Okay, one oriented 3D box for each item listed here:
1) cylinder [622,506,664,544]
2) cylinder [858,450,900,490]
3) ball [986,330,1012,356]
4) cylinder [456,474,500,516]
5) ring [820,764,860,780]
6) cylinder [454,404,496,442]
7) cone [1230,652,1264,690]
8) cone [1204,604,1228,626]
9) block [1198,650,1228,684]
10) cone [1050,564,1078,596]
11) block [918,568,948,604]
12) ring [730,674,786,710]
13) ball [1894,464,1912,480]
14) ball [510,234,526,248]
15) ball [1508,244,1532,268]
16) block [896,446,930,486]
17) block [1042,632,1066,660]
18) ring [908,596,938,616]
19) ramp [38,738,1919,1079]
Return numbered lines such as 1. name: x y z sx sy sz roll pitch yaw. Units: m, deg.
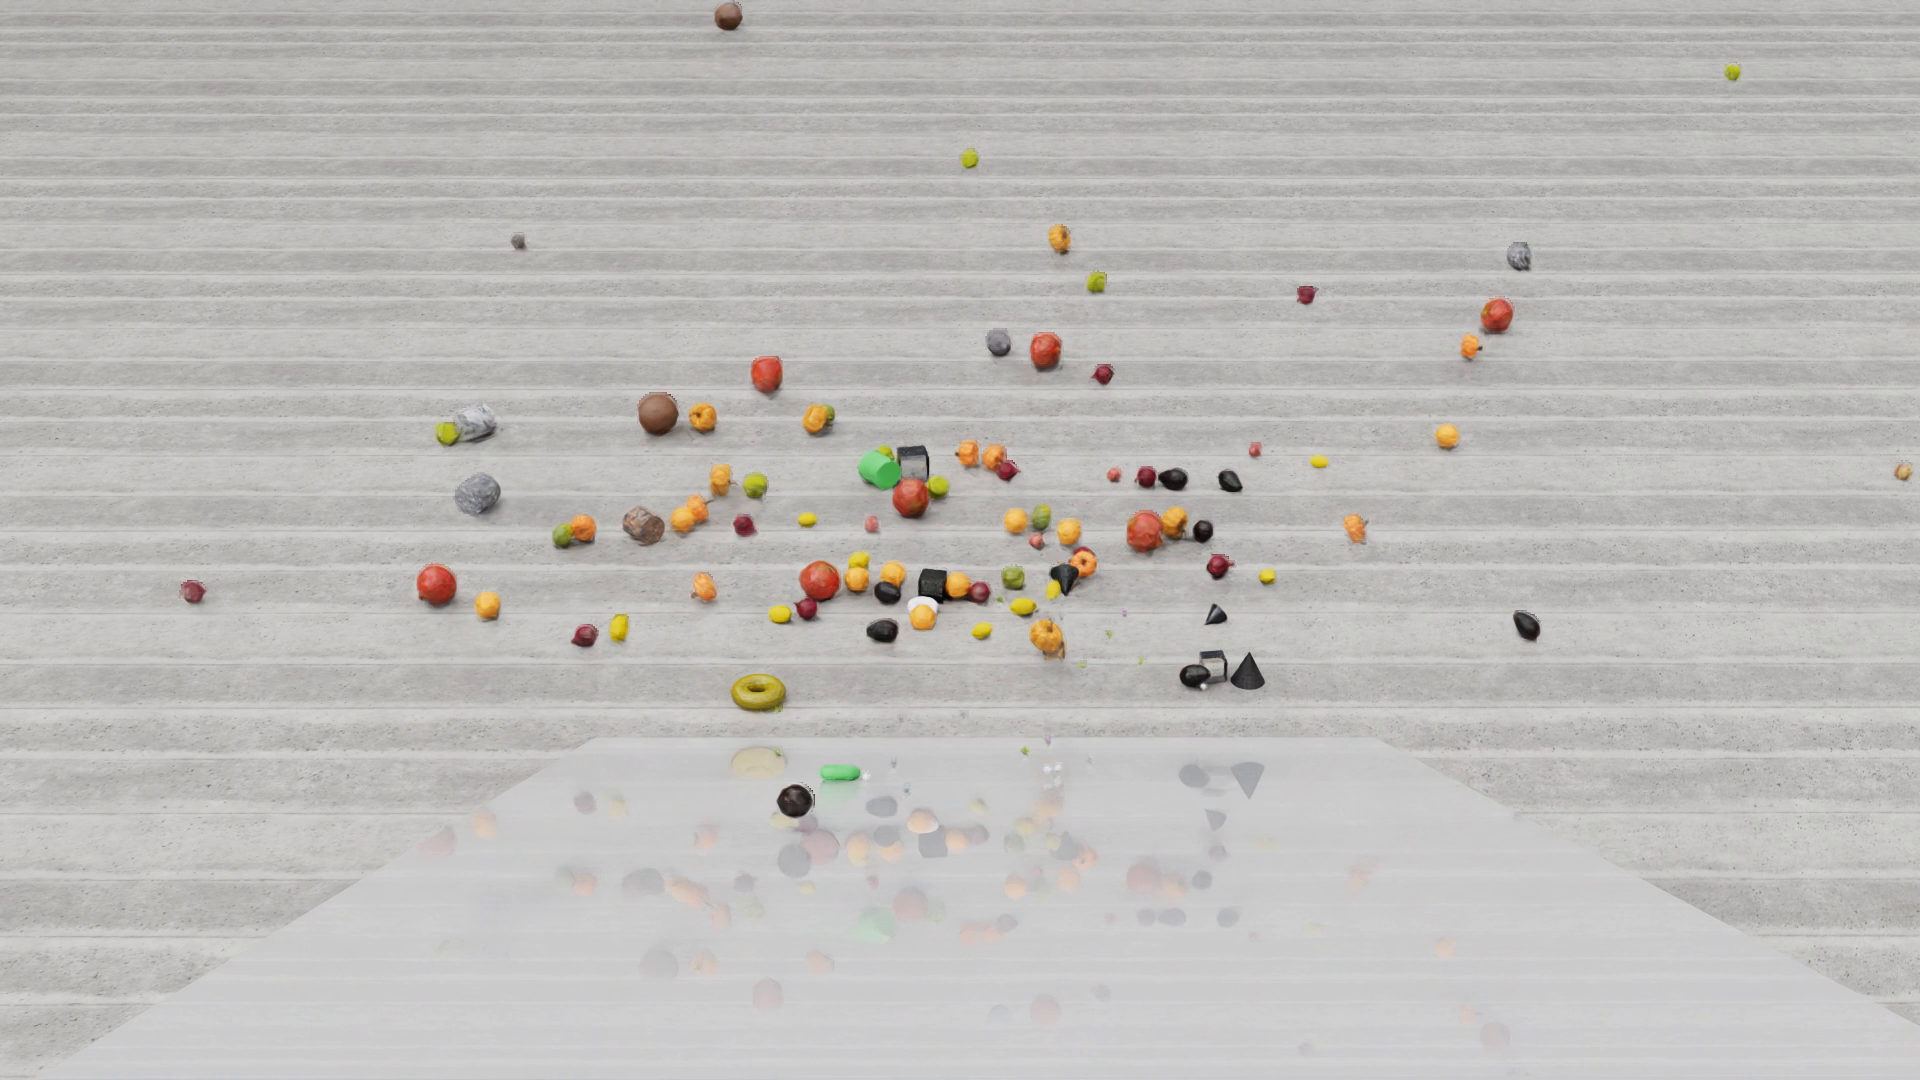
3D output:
1. cylinder: -0.946 -0.042 7.721 0.090 0.090 0.090 -25 37 -38
2. cylinder: -0.251 -0.218 8.039 0.095 0.095 0.095 -20 34 -32
3. ball: 0.135 -0.678 8.895 0.087 0.087 0.087 0 28 0
4. cylinder: -1.471 -0.138 7.888 0.097 0.097 0.097 14 31 24
5. ring: -0.258 0.502 5.572 0.087 0.029 0.087 -1 1 0
6. cylinder: -1.563 -0.378 8.334 0.094 0.094 0.094 25 38 38
7. cone: 0.783 0.342 7.009 0.094 0.094 0.094 0 28 0
8. cone: 0.712 0.221 7.299 0.061 0.061 0.061 -41 42 -14
9. block: 0.688 0.345 7.033 0.064 0.064 0.064 -4 29 -7
10. cone: 0.302 0.130 7.457 0.085 0.085 0.085 0 55 -1
11. block: -0.078 0.132 7.418 0.071 0.071 0.071 5 29 9
12. ring: -0.541 0.408 6.933 0.148 0.049 0.148 1 27 0
13. ball: 2.948 -0.214 8.076 0.052 0.052 0.052 0 28 0
14. ball: -1.668 -1.126 9.756 0.054 0.054 0.054 0 28 0
15. ball: 2.074 -1.050 9.579 0.090 0.090 0.090 0 28 0
16. block: -0.147 -0.233 8.072 0.090 0.090 0.090 -5 29 -9
17. block: 0.258 0.292 7.140 0.054 0.054 0.054 -6 29 -11
18. ring: -0.106 0.190 7.356 0.089 0.030 0.089 1 28 -1
19. ramp: 0.064 0.575 4.618 2.000 0.100 4.000 0 1 0
